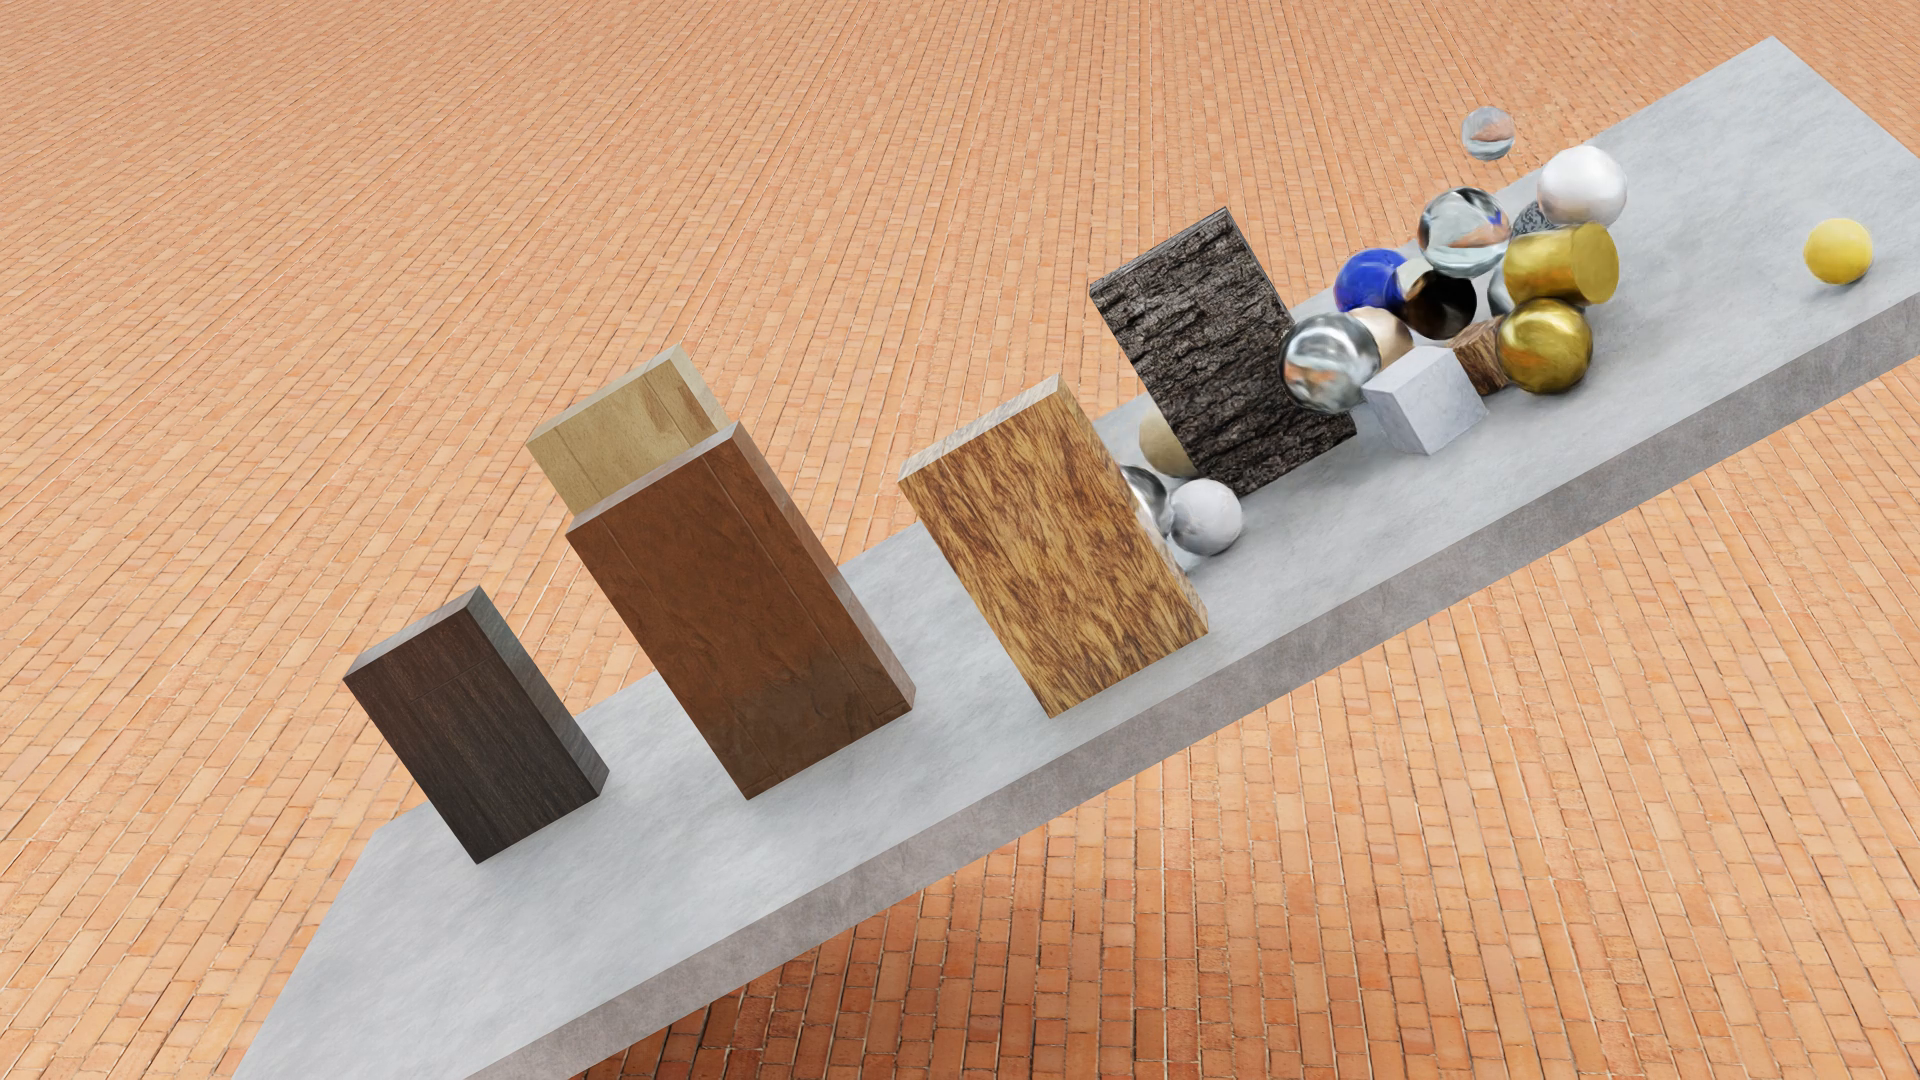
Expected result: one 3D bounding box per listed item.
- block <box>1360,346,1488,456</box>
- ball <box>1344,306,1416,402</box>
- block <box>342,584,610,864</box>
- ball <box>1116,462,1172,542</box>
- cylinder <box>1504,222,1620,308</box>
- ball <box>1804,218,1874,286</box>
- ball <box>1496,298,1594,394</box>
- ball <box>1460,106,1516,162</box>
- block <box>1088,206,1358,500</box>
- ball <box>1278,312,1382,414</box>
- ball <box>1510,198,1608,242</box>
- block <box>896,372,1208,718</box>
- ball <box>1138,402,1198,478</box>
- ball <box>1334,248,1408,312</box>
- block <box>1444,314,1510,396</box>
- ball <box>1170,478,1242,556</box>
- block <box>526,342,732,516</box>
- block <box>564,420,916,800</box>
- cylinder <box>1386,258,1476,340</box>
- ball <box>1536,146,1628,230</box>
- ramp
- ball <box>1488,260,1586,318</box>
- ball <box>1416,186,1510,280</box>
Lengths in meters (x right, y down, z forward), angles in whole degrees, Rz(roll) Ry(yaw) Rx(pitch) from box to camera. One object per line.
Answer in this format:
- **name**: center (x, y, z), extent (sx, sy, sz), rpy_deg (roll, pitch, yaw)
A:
- **block**: center (0.891, -0.269, 5.651), extent (0.147, 0.147, 0.147), rpy_deg (-36, 15, -10)
- **ball**: center (0.835, -0.379, 6.019), extent (0.195, 0.195, 0.195), rpy_deg (0, 19, 0)
- **block**: center (-1.114, 0.428, 6.794), extent (0.347, 0.540, 0.145), rpy_deg (-29, 15, 13)
- **ball**: center (0.312, -0.049, 5.715), extent (0.204, 0.204, 0.204), rpy_deg (0, 19, 0)
- **cylinder**: center (1.131, -0.510, 5.532), extent (0.153, 0.153, 0.153), rpy_deg (-18, 8, -42)
- **ball**: center (1.533, -0.504, 5.133), extent (0.117, 0.117, 0.117), rpy_deg (0, 19, 0)
- **ball**: center (1.088, -0.361, 5.472), extent (0.181, 0.181, 0.181), rpy_deg (0, 19, 0)
- **ball**: center (1.085, -0.835, 6.045), extent (0.113, 0.113, 0.113), rpy_deg (0, 19, 0)
- **block**: center (0.533, -0.366, 5.956), extent (0.317, 0.526, 0.086), rpy_deg (-29, 15, 13)
- **ball**: center (0.723, -0.347, 5.761), extent (0.202, 0.202, 0.202), rpy_deg (0, 19, 0)
- **ball**: center (1.212, -0.602, 5.952), extent (0.198, 0.198, 0.198), rpy_deg (0, 19, 0)
- **block**: center (0.175, 0.013, 5.453), extent (0.342, 0.542, 0.122), rpy_deg (-29, 15, 13)
- **ball**: center (0.474, -0.224, 6.295), extent (0.185, 0.185, 0.185), rpy_deg (0, 19, 0)
- **ball**: center (0.878, -0.523, 6.183), extent (0.184, 0.184, 0.184), rpy_deg (0, 19, 0)
- **block**: center (1.018, -0.355, 5.717), extent (0.107, 0.107, 0.107), rpy_deg (-41, 14, -34)
- **ball**: center (0.479, -0.045, 5.777), extent (0.152, 0.152, 0.152), rpy_deg (0, 19, 0)
- **block**: center (-0.648, -0.048, 6.986), extent (0.409, 0.728, 0.141), rpy_deg (-29, 15, 13)
- **block**: center (-0.445, 0.149, 6.030), extent (0.406, 0.679, 0.119), rpy_deg (-29, 15, 13)
- **cylinder**: center (0.962, -0.494, 6.015), extent (0.149, 0.149, 0.149), rpy_deg (-3, 13, -7)
- **ball**: center (1.205, -0.676, 5.692), extent (0.173, 0.173, 0.173), rpy_deg (0, 19, 0)
- **ramp**: center (0.141, 0.169, 6.289), extent (4.000, 0.100, 2.000), rpy_deg (-29, 15, 13)
- **ball**: center (1.127, -0.477, 5.742), extent (0.192, 0.192, 0.192), rpy_deg (0, 19, 0)
- **ball**: center (0.985, -0.601, 5.752), extent (0.181, 0.181, 0.181), rpy_deg (0, 19, 0)
